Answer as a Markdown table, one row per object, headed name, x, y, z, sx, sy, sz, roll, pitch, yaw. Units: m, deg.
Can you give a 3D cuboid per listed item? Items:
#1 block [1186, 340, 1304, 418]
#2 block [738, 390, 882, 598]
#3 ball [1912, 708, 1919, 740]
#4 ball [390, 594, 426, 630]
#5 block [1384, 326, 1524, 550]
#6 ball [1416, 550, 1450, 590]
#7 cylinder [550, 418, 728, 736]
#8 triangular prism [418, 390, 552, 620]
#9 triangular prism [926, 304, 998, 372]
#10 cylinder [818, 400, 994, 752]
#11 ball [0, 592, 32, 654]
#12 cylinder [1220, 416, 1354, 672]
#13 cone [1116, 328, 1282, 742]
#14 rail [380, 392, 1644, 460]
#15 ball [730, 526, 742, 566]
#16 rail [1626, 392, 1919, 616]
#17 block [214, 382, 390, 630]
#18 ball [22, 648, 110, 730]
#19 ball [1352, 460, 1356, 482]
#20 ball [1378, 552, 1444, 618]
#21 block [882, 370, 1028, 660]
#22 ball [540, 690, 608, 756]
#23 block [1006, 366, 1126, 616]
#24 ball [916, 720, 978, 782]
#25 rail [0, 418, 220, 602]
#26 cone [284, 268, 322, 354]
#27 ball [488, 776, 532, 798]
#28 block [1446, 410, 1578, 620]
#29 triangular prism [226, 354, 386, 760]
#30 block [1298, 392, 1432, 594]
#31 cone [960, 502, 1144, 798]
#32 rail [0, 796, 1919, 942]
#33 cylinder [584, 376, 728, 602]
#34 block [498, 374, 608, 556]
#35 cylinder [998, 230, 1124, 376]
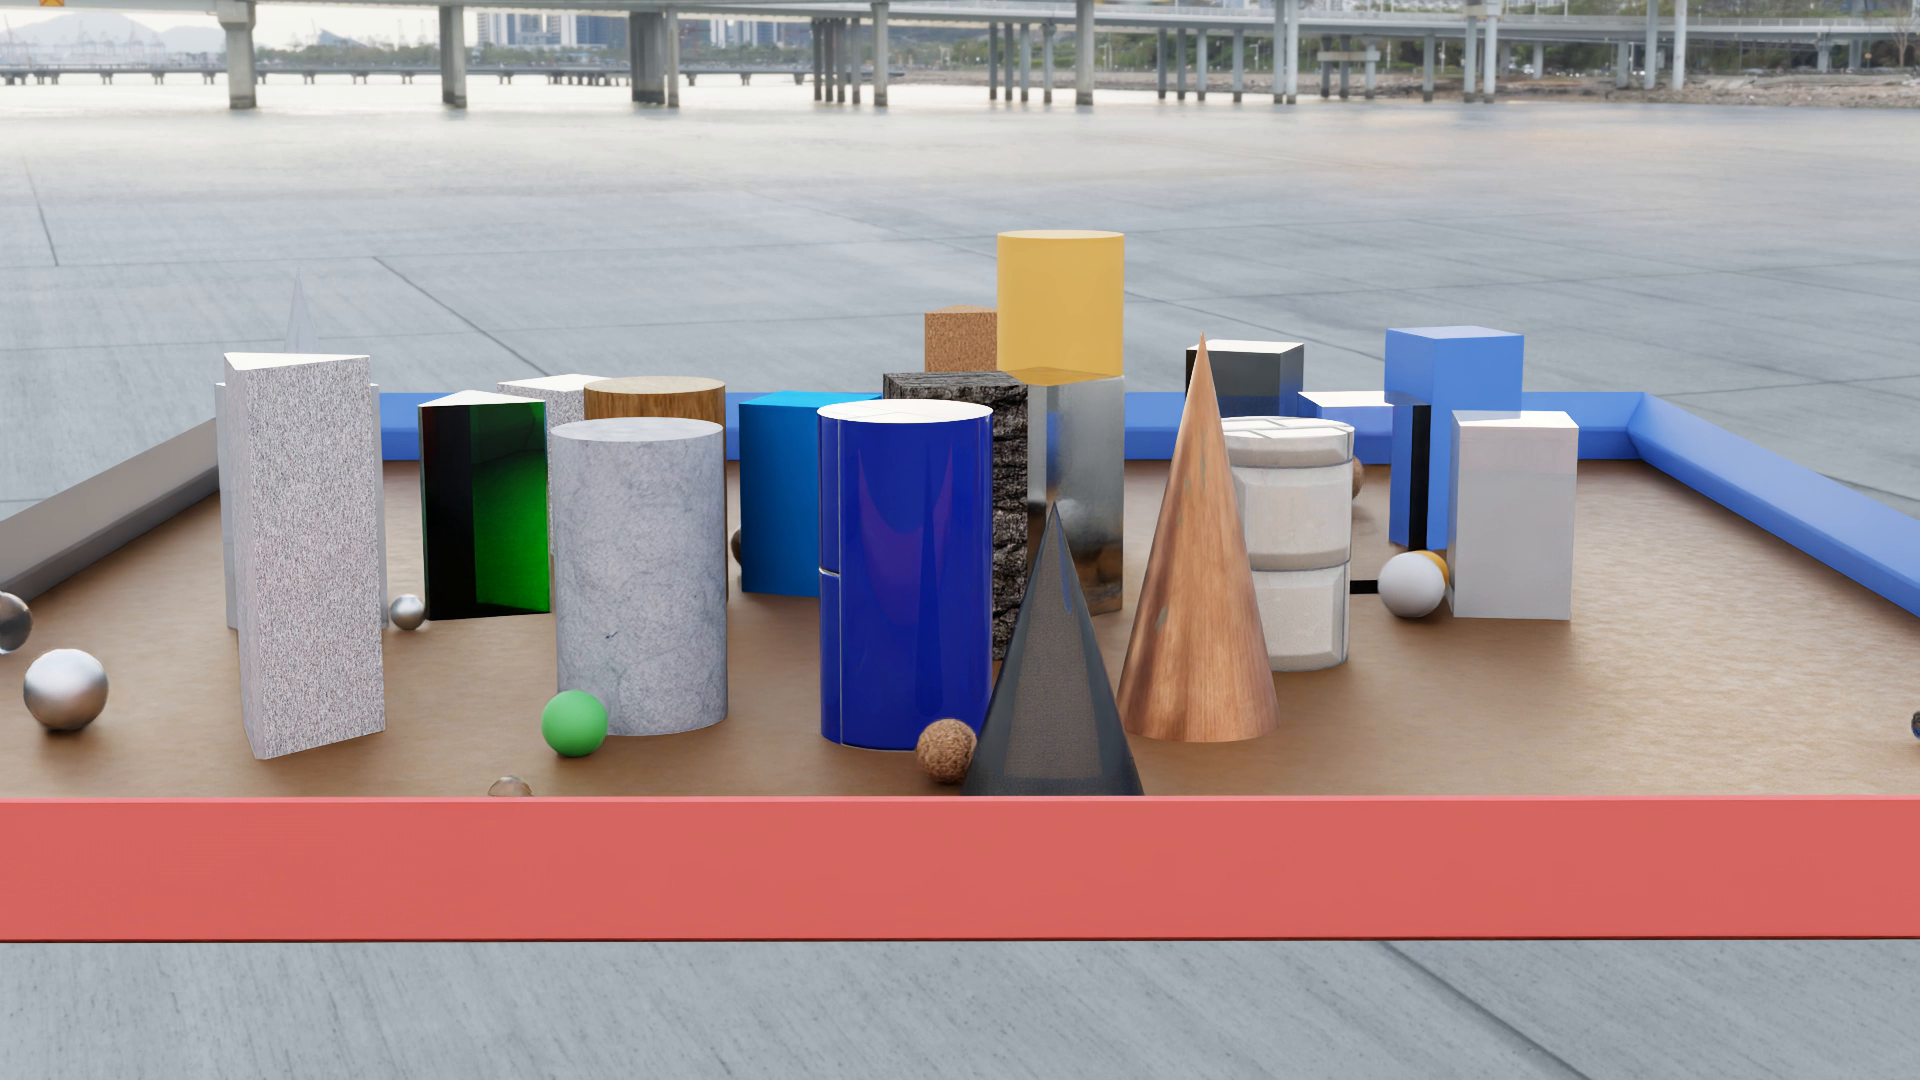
| name | x | y | z | sx | sy | sz | roll | pitch | yaw |
| --- | --- | --- | --- | --- | --- | --- | --- | --- | --- |
| block | 0.454 | -0.170 | 4.107 | 0.152 | 0.282 | 0.152 | 4 | 11 | 21 |
| block | -0.207 | -0.066 | 3.598 | 0.152 | 0.264 | 0.152 | 4 | 11 | 19 |
| ball | 1.050 | 0.200 | 2.768 | 0.045 | 0.045 | 0.045 | 0 | 11 | 0 |
| ball | -0.716 | 0.094 | 3.333 | 0.047 | 0.047 | 0.047 | 0 | 11 | 0 |
| block | 0.755 | -0.160 | 3.946 | 0.152 | 0.321 | 0.152 | -4 | 11 | -19 |
| ball | 0.631 | 0.050 | 3.501 | 0.072 | 0.072 | 0.072 | 0 | 11 | 0 |
| cylinder | -0.358 | 0.037 | 2.875 | 0.190 | 0.326 | 0.190 | 0 | 11 | 0 |
| triangular prism | -0.648 | -0.051 | 3.456 | 0.165 | 0.286 | 0.143 | -3 | 11 | -18 |
| triangular prism | 0.012 | -0.227 | 4.304 | 0.165 | 0.322 | 0.143 | -2 | 11 | -10 |
| cylinder | -0.059 | 0.035 | 2.805 | 0.190 | 0.355 | 0.190 | 0 | 11 | 0 |
| ball | -1.197 | 0.103 | 3.196 | 0.078 | 0.078 | 0.078 | 0 | 11 | 0 |
| cylinder | 0.387 | 0.002 | 3.172 | 0.190 | 0.286 | 0.190 | 0 | 11 | 0 |
| cone | 0.265 | -0.015 | 2.837 | 0.190 | 0.441 | 0.190 | 0 | 11 | 0 |
| rail | -0.008 | -0.207 | 4.733 | 2.556 | 0.124 | 0.045 | 0 | 11 | 0 |
| ball | -0.293 | 0.008 | 3.712 | 0.076 | 0.076 | 0.076 | 0 | 11 | 0 |
| rail | 1.254 | 0.030 | 3.456 | 0.045 | 0.124 | 2.660 | 0 | 11 | 0 |
| block | -0.853 | -0.043 | 3.326 | 0.152 | 0.319 | 0.152 | -9 | 14 | -41 |
| ball | -0.987 | 0.165 | 2.832 | 0.090 | 0.090 | 0.090 | 0 | 11 | 0 |
| ball | 0.619 | -0.117 | 4.329 | 0.095 | 0.095 | 0.095 | 0 | 11 | 0 |
| ball | 0.599 | 0.060 | 3.402 | 0.087 | 0.087 | 0.087 | 0 | 11 | 0 |
| block | -0.007 | -0.031 | 3.198 | 0.152 | 0.341 | 0.152 | -2 | 11 | -11 |
| ball | -0.410 | 0.194 | 2.727 | 0.070 | 0.070 | 0.070 | 0 | 11 | 0 |
| block | 0.111 | -0.062 | 3.429 | 0.152 | 0.317 | 0.152 | 10 | 15 | 44 |
| ball | -0.012 | 0.216 | 2.627 | 0.065 | 0.065 | 0.065 | 0 | 11 | 0 |
| rail | -1.254 | 0.033 | 3.442 | 0.045 | 0.124 | 2.660 | 0 | 11 | 0 |
| cone | -0.910 | -0.157 | 3.570 | 0.190 | 0.452 | 0.190 | 0 | 11 | 0 |
| ball | -0.437 | 0.251 | 2.493 | 0.044 | 0.044 | 0.044 | 0 | 11 | 0 |
| block | 0.741 | -0.036 | 3.455 | 0.152 | 0.257 | 0.152 | 1 | 11 | 6 |
| triangular prism | -0.743 | 0.009 | 2.785 | 0.143 | 0.414 | 0.165 | 9 | 14 | 39 |
| block | 0.564 | -0.068 | 3.612 | 0.152 | 0.263 | 0.152 | -1 | 11 | -5 |
| cone | 0.092 | 0.112 | 2.516 | 0.190 | 0.309 | 0.190 | 0 | 11 | 0 |
| rail | 0.008 | 0.271 | 2.165 | 2.556 | 0.124 | 0.045 | 0 | 11 | 0 |
| cylinder | -0.412 | -0.063 | 3.491 | 0.190 | 0.298 | 0.190 | 0 | 11 | 0 |
| block | -0.591 | -0.115 | 3.901 | 0.152 | 0.250 | 0.152 | 9 | 14 | 39 |
| cylinder | 0.151 | -0.225 | 3.883 | 0.190 | 0.473 | 0.190 | 0 | 11 | 0 |
